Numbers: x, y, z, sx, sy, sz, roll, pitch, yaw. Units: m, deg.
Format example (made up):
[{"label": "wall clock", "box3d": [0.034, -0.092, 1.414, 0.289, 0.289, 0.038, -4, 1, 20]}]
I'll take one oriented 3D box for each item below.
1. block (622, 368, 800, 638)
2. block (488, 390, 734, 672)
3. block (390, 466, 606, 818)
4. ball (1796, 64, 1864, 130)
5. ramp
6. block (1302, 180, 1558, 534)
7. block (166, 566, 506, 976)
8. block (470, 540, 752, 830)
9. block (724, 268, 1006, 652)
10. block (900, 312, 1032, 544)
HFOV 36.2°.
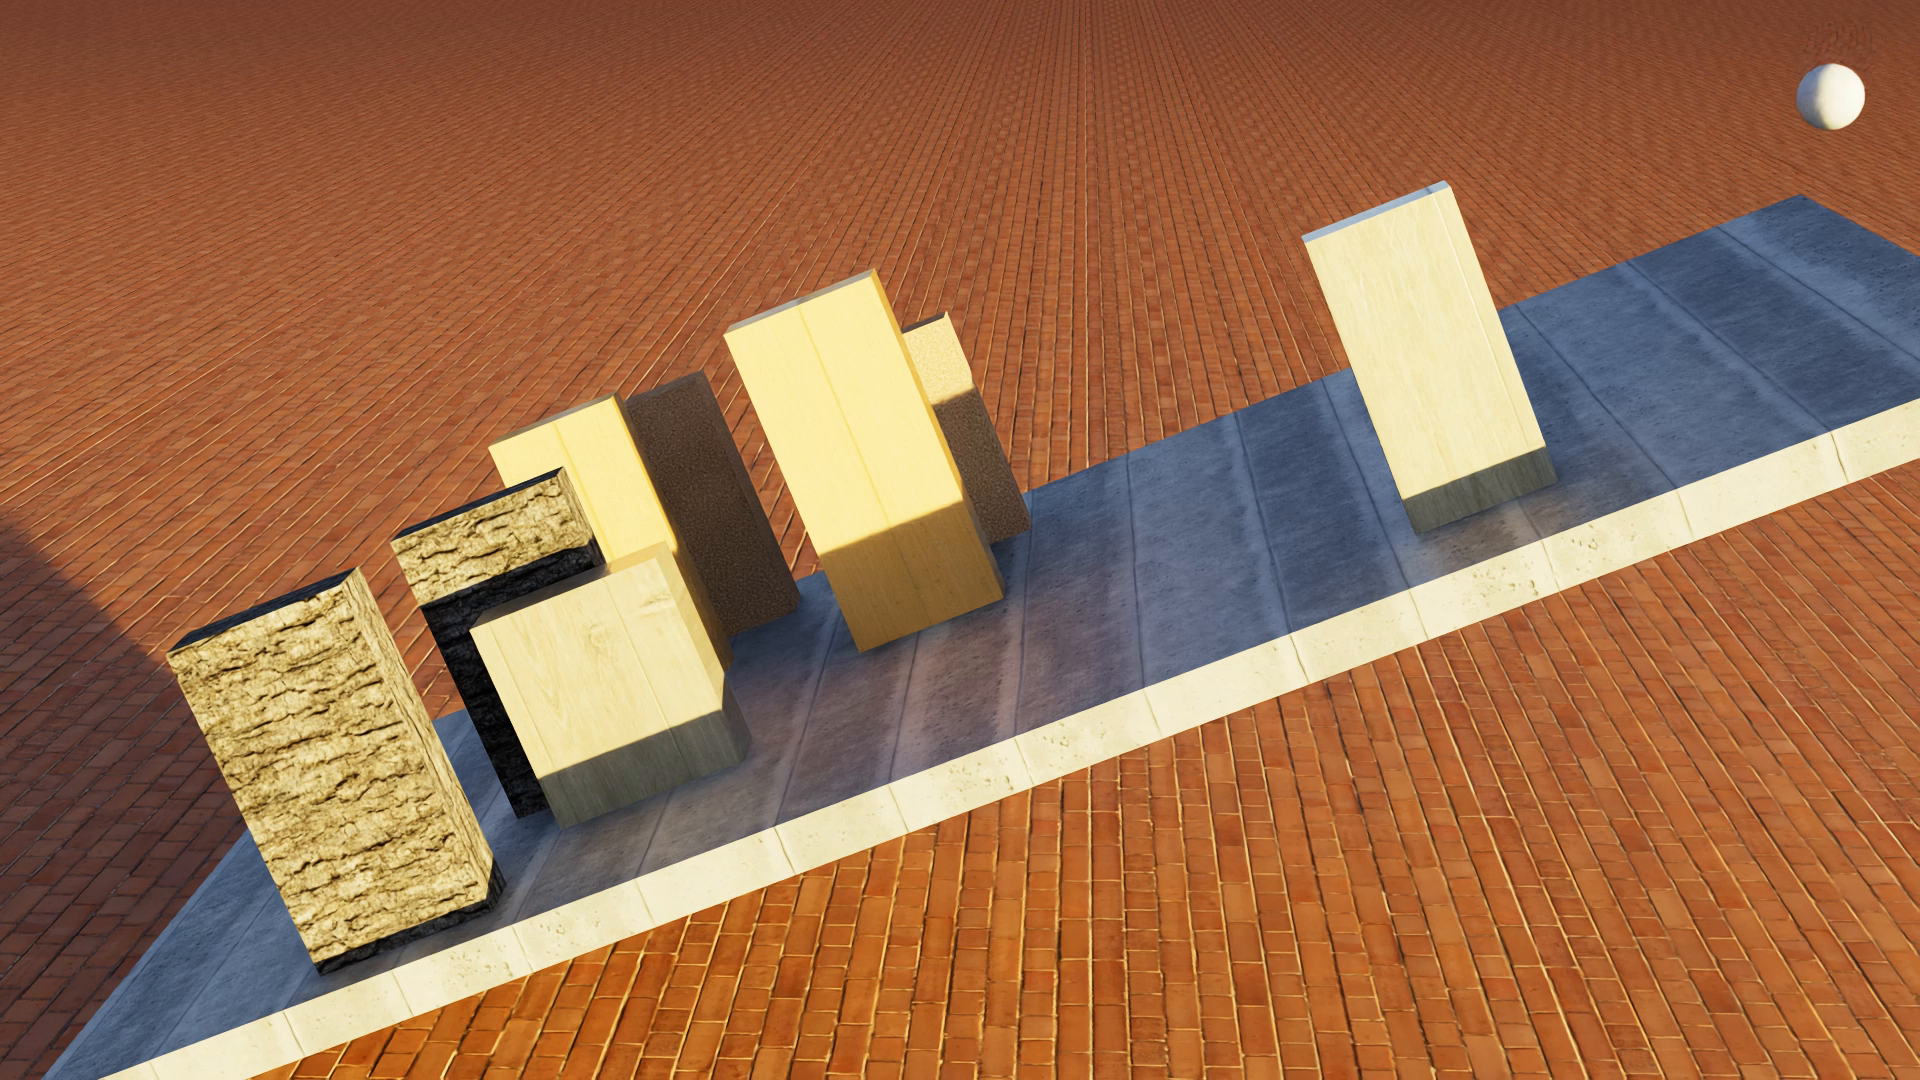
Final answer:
[{"label": "block", "box3d": [-0.651, -0.062, 7.025, 0.319, 0.602, 0.149, -21, 12, 7]}, {"label": "block", "box3d": [-0.789, 0.031, 6.691, 0.301, 0.676, 0.105, -21, 12, 7]}, {"label": "block", "box3d": [-0.872, 0.216, 6.119, 0.372, 0.643, 0.108, -21, 12, 7]}, {"label": "ball", "box3d": [1.703, -0.867, 5.755, 0.129, 0.129, 0.129, 0, 14, 0]}, {"label": "ramp", "box3d": [0.124, 0.173, 6.290, 4.000, 0.100, 2.000, -21, 12, 7]}, {"label": "block", "box3d": [0.877, -0.338, 5.486, 0.282, 0.592, 0.096, -21, 12, 7]}, {"label": "block", "box3d": [-1.179, 0.441, 5.589, 0.361, 0.687, 0.148, -21, 12, 7]}, {"label": "block", "box3d": [-0.700, 0.293, 5.934, 0.406, 0.451, 0.145, -21, 12, 7]}, {"label": "block", "box3d": [-0.200, -0.168, 6.315, 0.336, 0.749, 0.121, -21, 12, 7]}, {"label": "block", "box3d": [-0.109, -0.211, 6.856, 0.379, 0.535, 0.099, -21, 12, 7]}]
